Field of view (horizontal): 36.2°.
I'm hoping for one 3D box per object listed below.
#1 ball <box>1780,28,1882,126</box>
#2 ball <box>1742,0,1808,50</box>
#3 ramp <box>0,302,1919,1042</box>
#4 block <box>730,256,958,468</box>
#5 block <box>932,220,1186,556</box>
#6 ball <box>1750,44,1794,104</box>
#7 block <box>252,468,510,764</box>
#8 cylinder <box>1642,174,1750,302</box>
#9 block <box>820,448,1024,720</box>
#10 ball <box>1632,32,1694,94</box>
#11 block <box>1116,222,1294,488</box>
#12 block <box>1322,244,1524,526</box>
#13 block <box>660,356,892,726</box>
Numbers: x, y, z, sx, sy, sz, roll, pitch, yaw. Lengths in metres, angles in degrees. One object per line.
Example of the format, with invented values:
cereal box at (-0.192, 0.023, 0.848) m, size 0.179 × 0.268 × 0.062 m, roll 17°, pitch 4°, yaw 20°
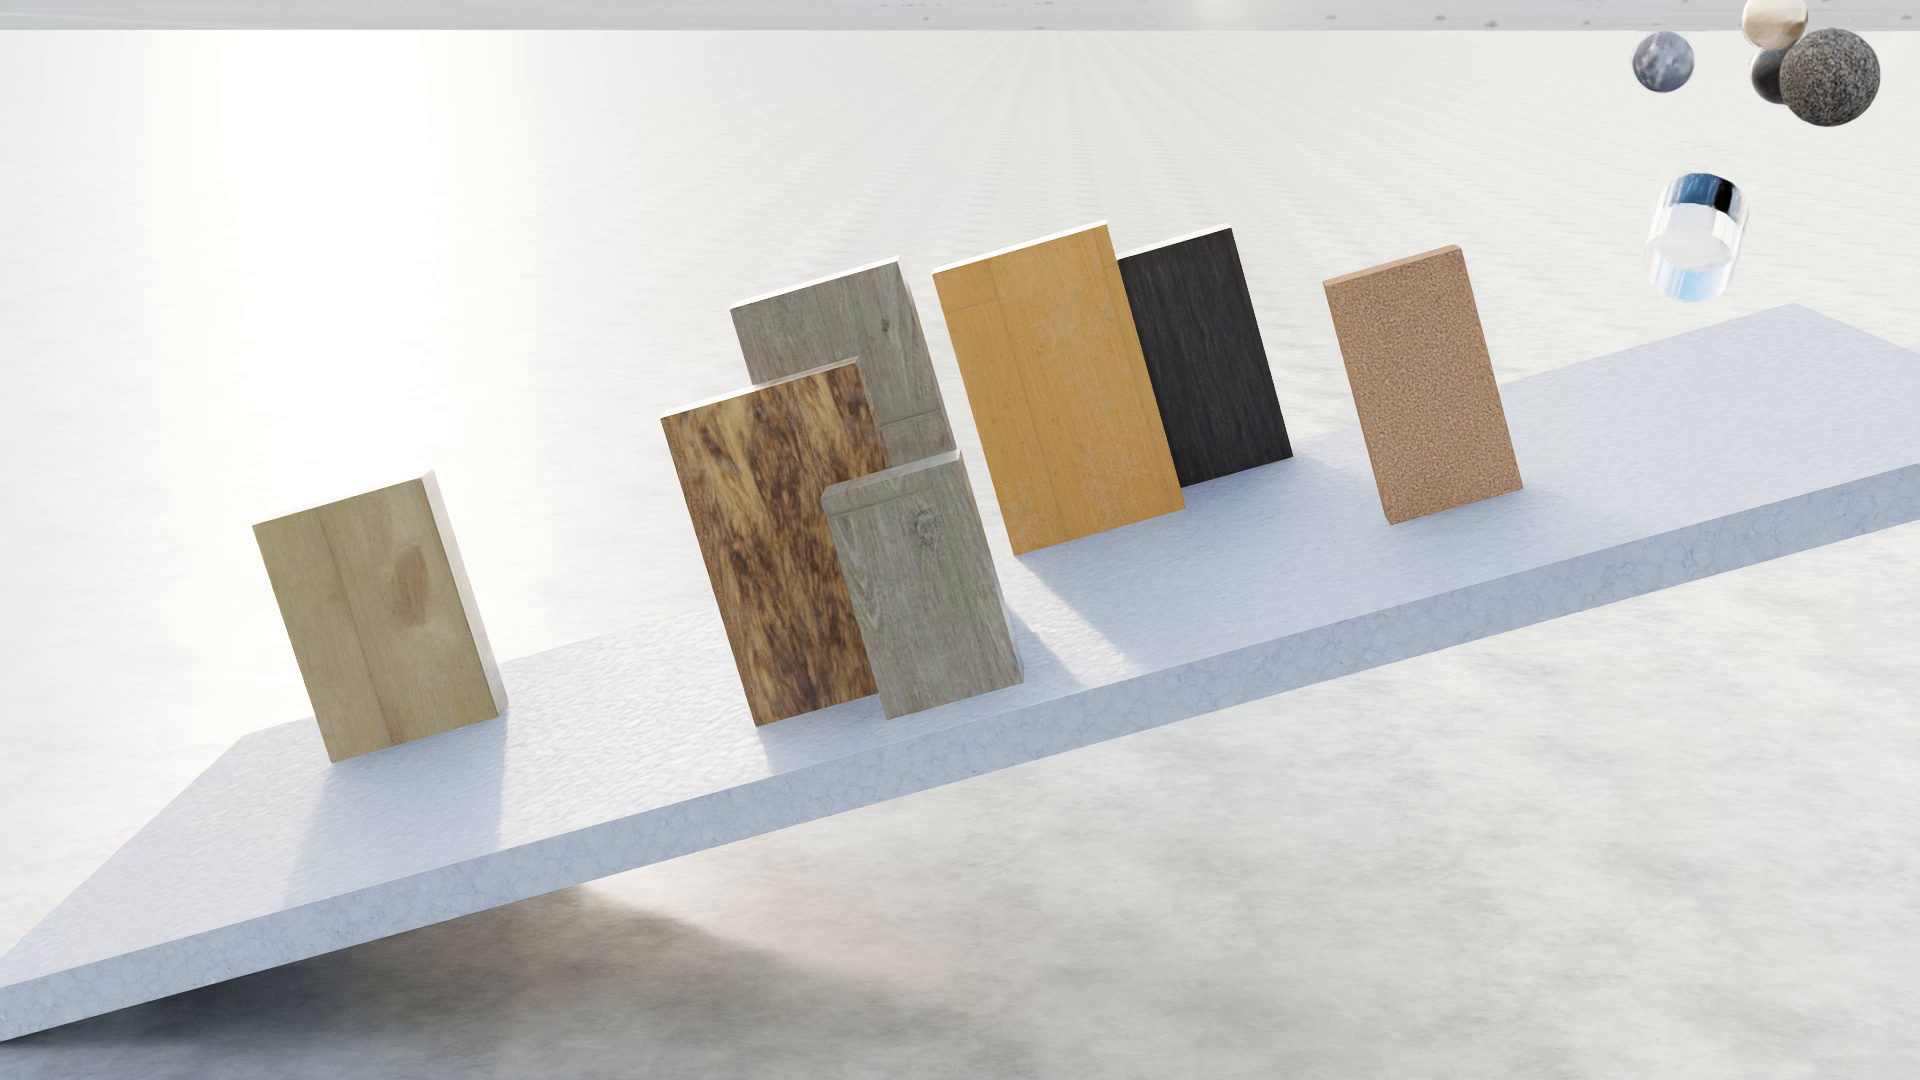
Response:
ball at (1.861, -0.989, 6.291) m, size 0.209 × 0.209 × 0.209 m, roll 0°, pitch 11°, yaw 0°
ball at (1.685, -1.078, 6.079) m, size 0.131 × 0.131 × 0.131 m, roll 0°, pitch 11°, yaw 0°
ramp at (0.088, 0.188, 6.322) m, size 4.000 × 0.100 × 2.000 m, roll -16°, pitch 10°, yaw 5°
block at (-0.196, -0.178, 6.253) m, size 0.366 × 0.773 × 0.138 m, roll -16°, pitch 10°, yaw 5°
block at (0.230, -0.352, 6.805) m, size 0.413 × 0.681 × 0.141 m, roll -16°, pitch 10°, yaw 5°
ball at (1.807, -1.027, 6.455) m, size 0.142 × 0.142 × 0.142 m, roll 0°, pitch 11°, yaw 0°
block at (-1.322, 0.173, 6.729) m, size 0.405 × 0.575 × 0.132 m, roll -16°, pitch 10°, yaw 5°
cylinder at (1.582, -0.651, 6.320) m, size 0.196 × 0.196 × 0.196 m, roll 4°, pitch 43°, yaw 22°
block at (-0.068, 0.083, 5.559) m, size 0.267 × 0.440 × 0.137 m, roll -16°, pitch 10°, yaw 5°
ball at (1.469, -0.997, 6.140) m, size 0.126 × 0.126 × 0.126 m, roll 0°, pitch 11°, yaw 0°
block at (0.517, -0.425, 7.073) m, size 0.425 × 0.570 × 0.145 m, roll -16°, pitch 10°, yaw 5°
block at (0.936, -0.315, 5.951) m, size 0.276 × 0.504 × 0.105 m, roll -16°, pitch 10°, yaw 5°
block at (-0.301, 0.003, 5.798) m, size 0.397 × 0.641 × 0.111 m, roll -16°, pitch 10°, yaw 5°
